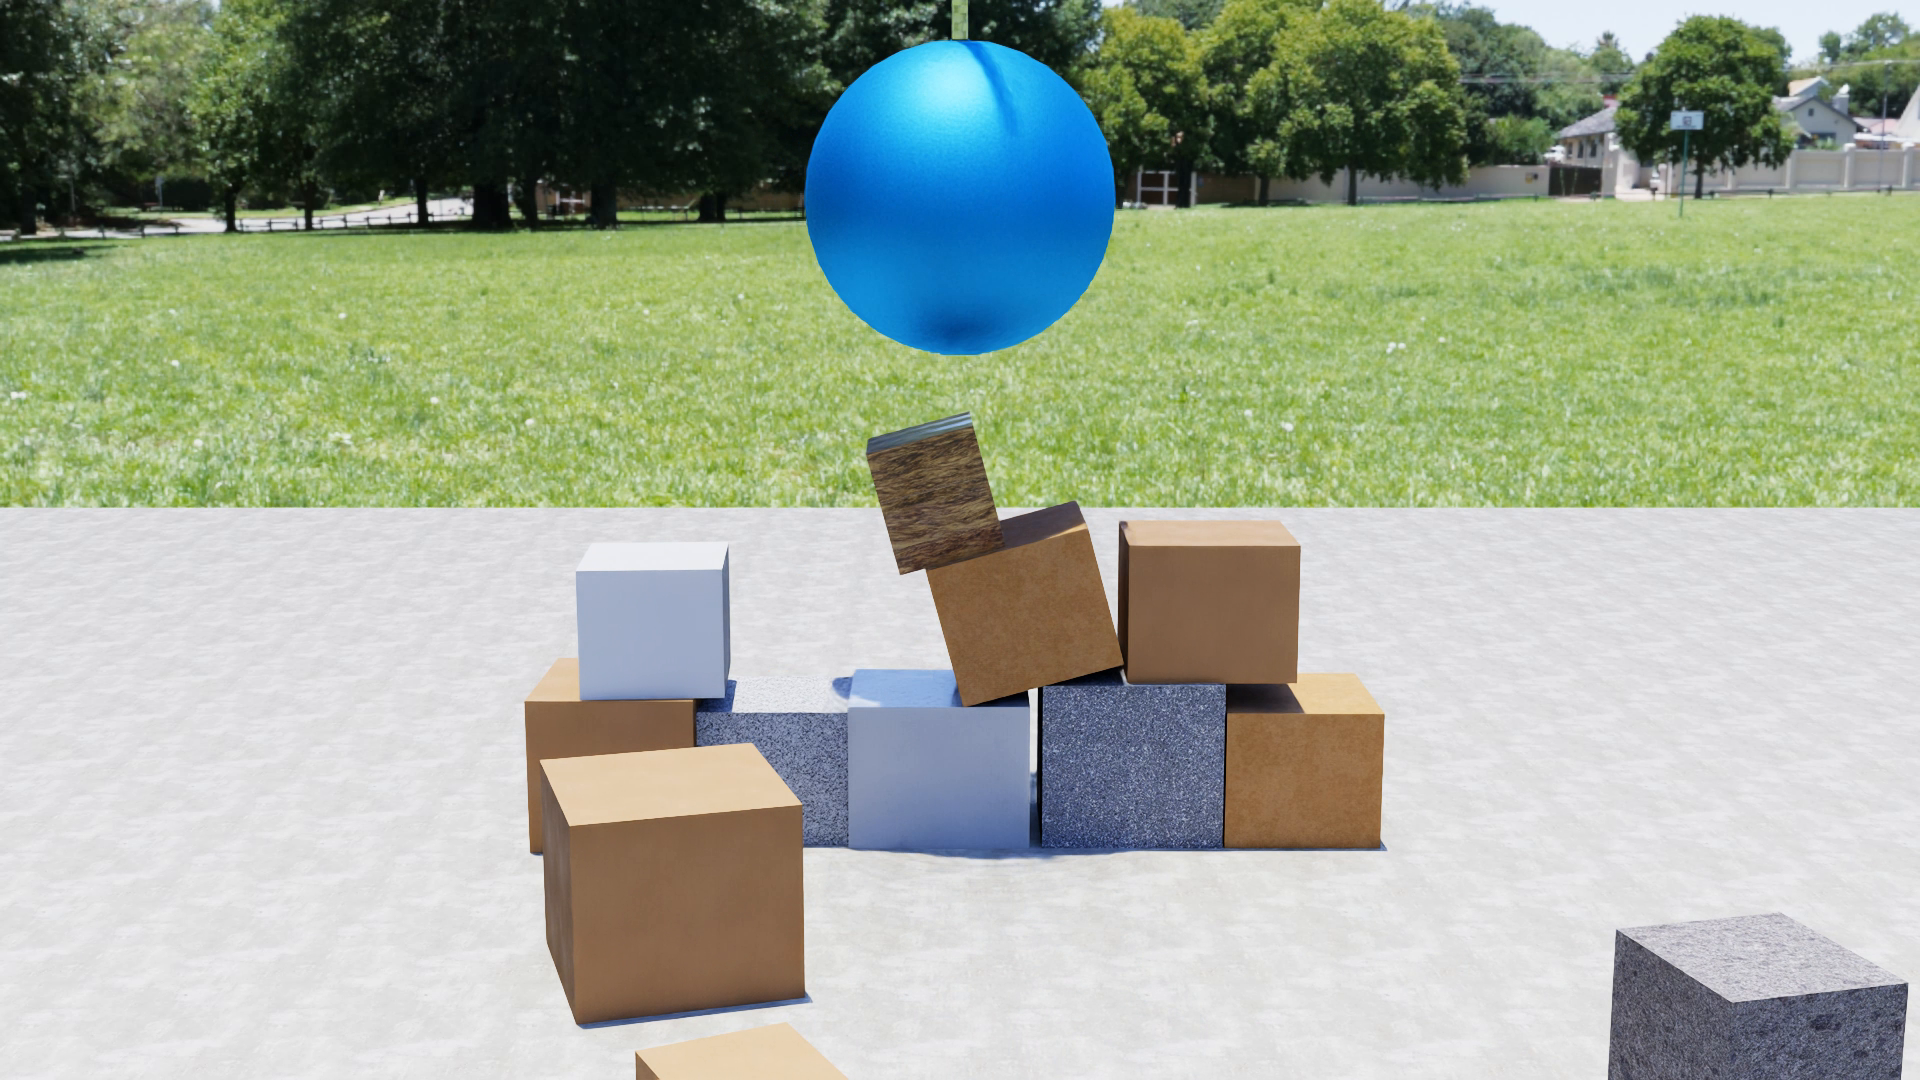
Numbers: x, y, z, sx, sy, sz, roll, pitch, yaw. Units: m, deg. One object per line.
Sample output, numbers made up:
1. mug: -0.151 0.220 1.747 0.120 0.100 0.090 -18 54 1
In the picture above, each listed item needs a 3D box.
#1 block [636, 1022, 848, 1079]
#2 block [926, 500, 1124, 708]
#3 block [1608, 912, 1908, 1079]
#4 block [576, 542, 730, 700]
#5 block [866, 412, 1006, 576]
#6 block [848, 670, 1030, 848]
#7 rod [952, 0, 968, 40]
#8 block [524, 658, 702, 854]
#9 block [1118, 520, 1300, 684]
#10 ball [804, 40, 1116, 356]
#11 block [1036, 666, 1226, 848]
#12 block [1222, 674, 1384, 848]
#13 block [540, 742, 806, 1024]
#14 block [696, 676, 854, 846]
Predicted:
1. block: -0.671 1.983 7.060 0.534 0.571 0.678 -5 12 -26
2. block: 0.315 0.310 11.242 0.823 0.712 0.844 -15 10 2
3. block: 2.799 1.794 7.779 0.683 0.687 0.716 -3 11 -15
4. block: -1.545 0.399 11.189 0.712 0.650 0.750 -1 10 -3
5. block: -0.124 -0.244 11.088 0.542 0.624 0.593 -15 10 1
6. block: -0.105 1.120 11.360 0.906 0.732 0.788 0 10 0
7. rod: 0.000 -5.045 10.447 0.080 5.200 0.080 0 14 0
8. block: -1.731 1.096 11.357 0.829 0.780 0.923 0 10 0
9. block: 1.255 0.305 11.244 0.844 0.697 0.736 0 10 0
10. ball: 0.000 -1.750 11.286 1.600 1.600 1.600 0 10 0
11. block: 0.865 1.066 11.359 0.906 0.839 0.788 0 10 0
12. block: 1.719 1.131 11.397 0.783 0.698 0.845 0 10 0
13. block: -1.240 1.431 9.369 0.945 0.833 0.982 -3 11 -17
14. block: -0.937 1.134 11.398 0.756 0.691 0.748 0 10 0
